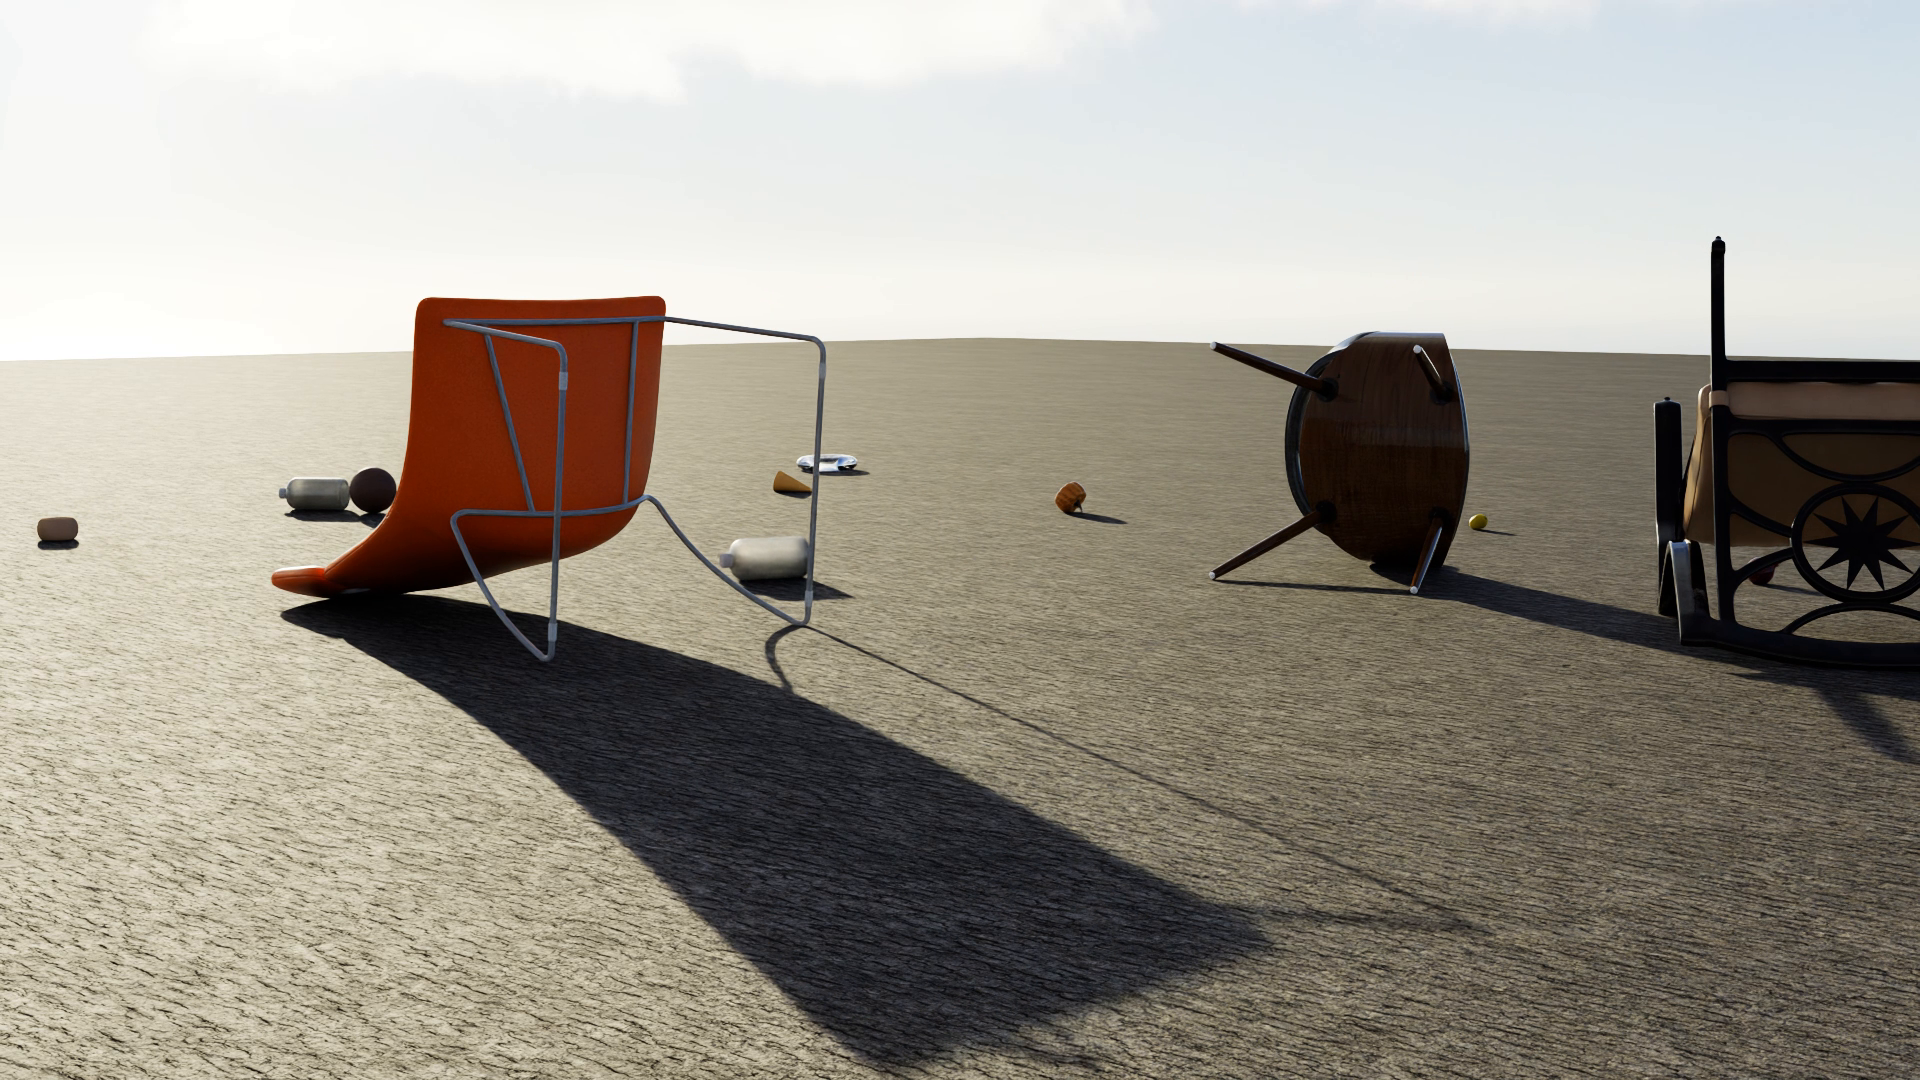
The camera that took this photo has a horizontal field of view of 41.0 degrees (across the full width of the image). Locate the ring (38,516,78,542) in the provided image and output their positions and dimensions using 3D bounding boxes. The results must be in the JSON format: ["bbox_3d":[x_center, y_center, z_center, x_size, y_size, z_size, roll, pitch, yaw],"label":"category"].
[{"bbox_3d":[-2.257,-0.028,6.417,0.097,0.056,0.101,-1,4,11],"label":"ring"}]

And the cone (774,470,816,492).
[{"bbox_3d":[-0.496,-0.163,7.840,0.134,0.067,0.065,16,-22,13],"label":"cone"}]

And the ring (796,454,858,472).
[{"bbox_3d":[-0.452,-0.262,8.724,0.207,0.049,0.213,2,6,21],"label":"ring"}]
